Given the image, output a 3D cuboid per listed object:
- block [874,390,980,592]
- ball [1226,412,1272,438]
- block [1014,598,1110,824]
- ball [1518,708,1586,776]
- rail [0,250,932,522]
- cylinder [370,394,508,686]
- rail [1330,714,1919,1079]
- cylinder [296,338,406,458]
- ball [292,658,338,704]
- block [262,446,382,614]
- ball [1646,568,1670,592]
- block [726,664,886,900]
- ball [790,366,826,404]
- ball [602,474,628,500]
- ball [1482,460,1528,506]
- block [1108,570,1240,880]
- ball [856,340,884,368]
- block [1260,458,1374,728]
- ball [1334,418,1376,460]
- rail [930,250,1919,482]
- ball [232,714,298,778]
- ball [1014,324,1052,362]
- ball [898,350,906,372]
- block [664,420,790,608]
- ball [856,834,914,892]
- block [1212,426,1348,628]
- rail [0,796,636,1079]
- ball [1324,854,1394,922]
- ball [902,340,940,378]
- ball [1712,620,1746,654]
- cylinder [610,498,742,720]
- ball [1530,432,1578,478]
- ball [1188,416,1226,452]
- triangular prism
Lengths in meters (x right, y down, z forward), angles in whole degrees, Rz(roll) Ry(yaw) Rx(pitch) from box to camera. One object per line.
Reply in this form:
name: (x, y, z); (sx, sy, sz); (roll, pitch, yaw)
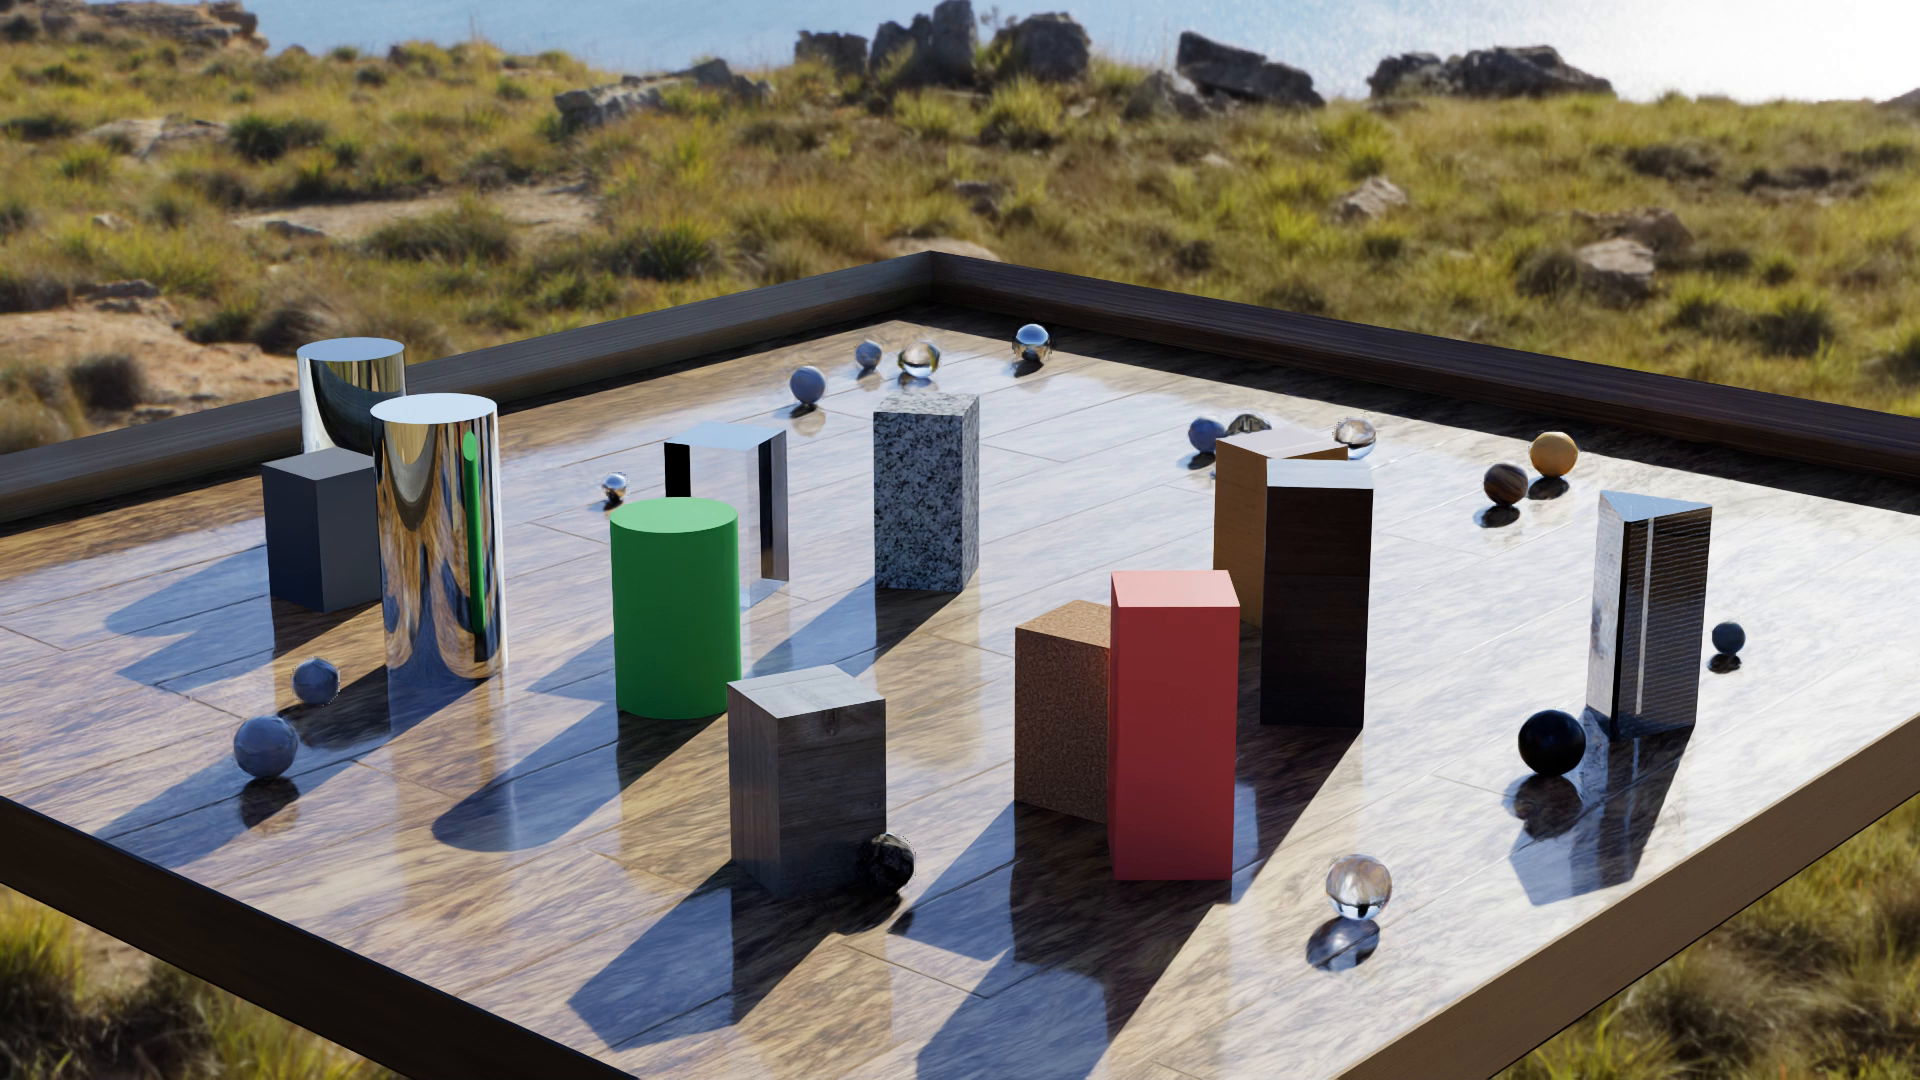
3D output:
block: (-0.058, -0.088, 5.192); (0.158, 0.319, 0.158); (3, 17, 11)
ball: (0.592, -0.211, 5.985); (0.097, 0.097, 0.097); (0, 17, 0)
block: (0.188, 0.243, 4.194); (0.158, 0.262, 0.158); (12, 20, 34)
ball: (0.867, 0.297, 4.297); (0.099, 0.099, 0.099); (0, 17, 0)
rail: (-1.237, -0.278, 6.149); (0.045, 0.128, 3.596); (14, 22, 39)
cylinder: (-0.835, -0.003, 4.714); (0.198, 0.431, 0.198); (0, 17, 0)
rail: (1.237, 0.342, 4.091); (0.045, 0.128, 3.596); (14, 22, 39)
cylinder: (-1.137, -0.196, 5.521); (0.198, 0.335, 0.198); (0, 17, 0)
ball: (-1.010, 0.222, 4.592); (0.072, 0.072, 0.072); (0, 17, 0)
block: (-1.096, -0.019, 5.106); (0.158, 0.237, 0.158); (15, 22, 40)
ball: (1.225, 0.070, 5.149); (0.041, 0.041, 0.041); (0, 17, 0)
block: (-0.205, 0.323, 3.940); (0.158, 0.255, 0.158); (-9, 19, -27)
ball: (-0.334, -0.341, 6.444); (0.081, 0.081, 0.081); (0, 17, 0)
ball: (-0.671, -0.103, 5.708); (0.050, 0.050, 0.050); (0, 17, 0)
ball: (1.055, -0.110, 5.666); (0.088, 0.088, 0.088); (0, 17, 0)
block: (0.285, 0.249, 3.957); (0.158, 0.386, 0.158); (0, 17, -1)
ball: (-0.209, -0.428, 6.761); (0.064, 0.064, 0.064); (0, 17, 0)
block: (0.548, 0.081, 4.523); (0.158, 0.381, 0.158); (2, 17, 5)
ball: (0.808, -0.208, 5.991); (0.087, 0.087, 0.087); (0, 17, 0)
rail: (1.163, -0.354, 6.403); (3.325, 0.128, 0.045); (14, 22, 39)
ball: (-1.016, 0.302, 4.290); (0.092, 0.092, 0.092); (0, 17, 0)
ball: (0.169, -0.459, 6.823); (0.088, 0.088, 0.088); (0, 17, 0)
ball: (-0.119, -0.412, 6.732); (0.052, 0.052, 0.052); (0, 17, 0)
block: (-0.406, -0.047, 5.125); (0.158, 0.279, 0.158); (7, 18, 21)
ball: (-0.099, 0.430, 3.893); (0.077, 0.077, 0.077); (0, 17, 0)
block: (0.545, -0.021, 5.001); (0.158, 0.301, 0.158); (-11, 20, -32)
rail: (-1.163, 0.419, 3.837); (3.325, 0.128, 0.045); (14, 22, 39)
ball: (0.518, 0.451, 3.805); (0.088, 0.088, 0.088); (0, 17, 0)
ball: (-0.088, -0.411, 6.668); (0.086, 0.086, 0.086); (0, 17, 0)
ball: (1.264, 0.161, 4.824); (0.056, 0.056, 0.056); (0, 17, 0)
cylinder: (-0.443, 0.105, 4.583); (0.198, 0.301, 0.198); (0, 17, 0)
ball: (1.186, -0.171, 5.858); (0.093, 0.093, 0.093); (0, 17, 0)
ball: (0.509, -0.219, 6.046); (0.077, 0.077, 0.077); (0, 17, 0)
triangular prism: (1.023, 0.109, 4.488); (0.171, 0.349, 0.148); (-10, 19, -29)
